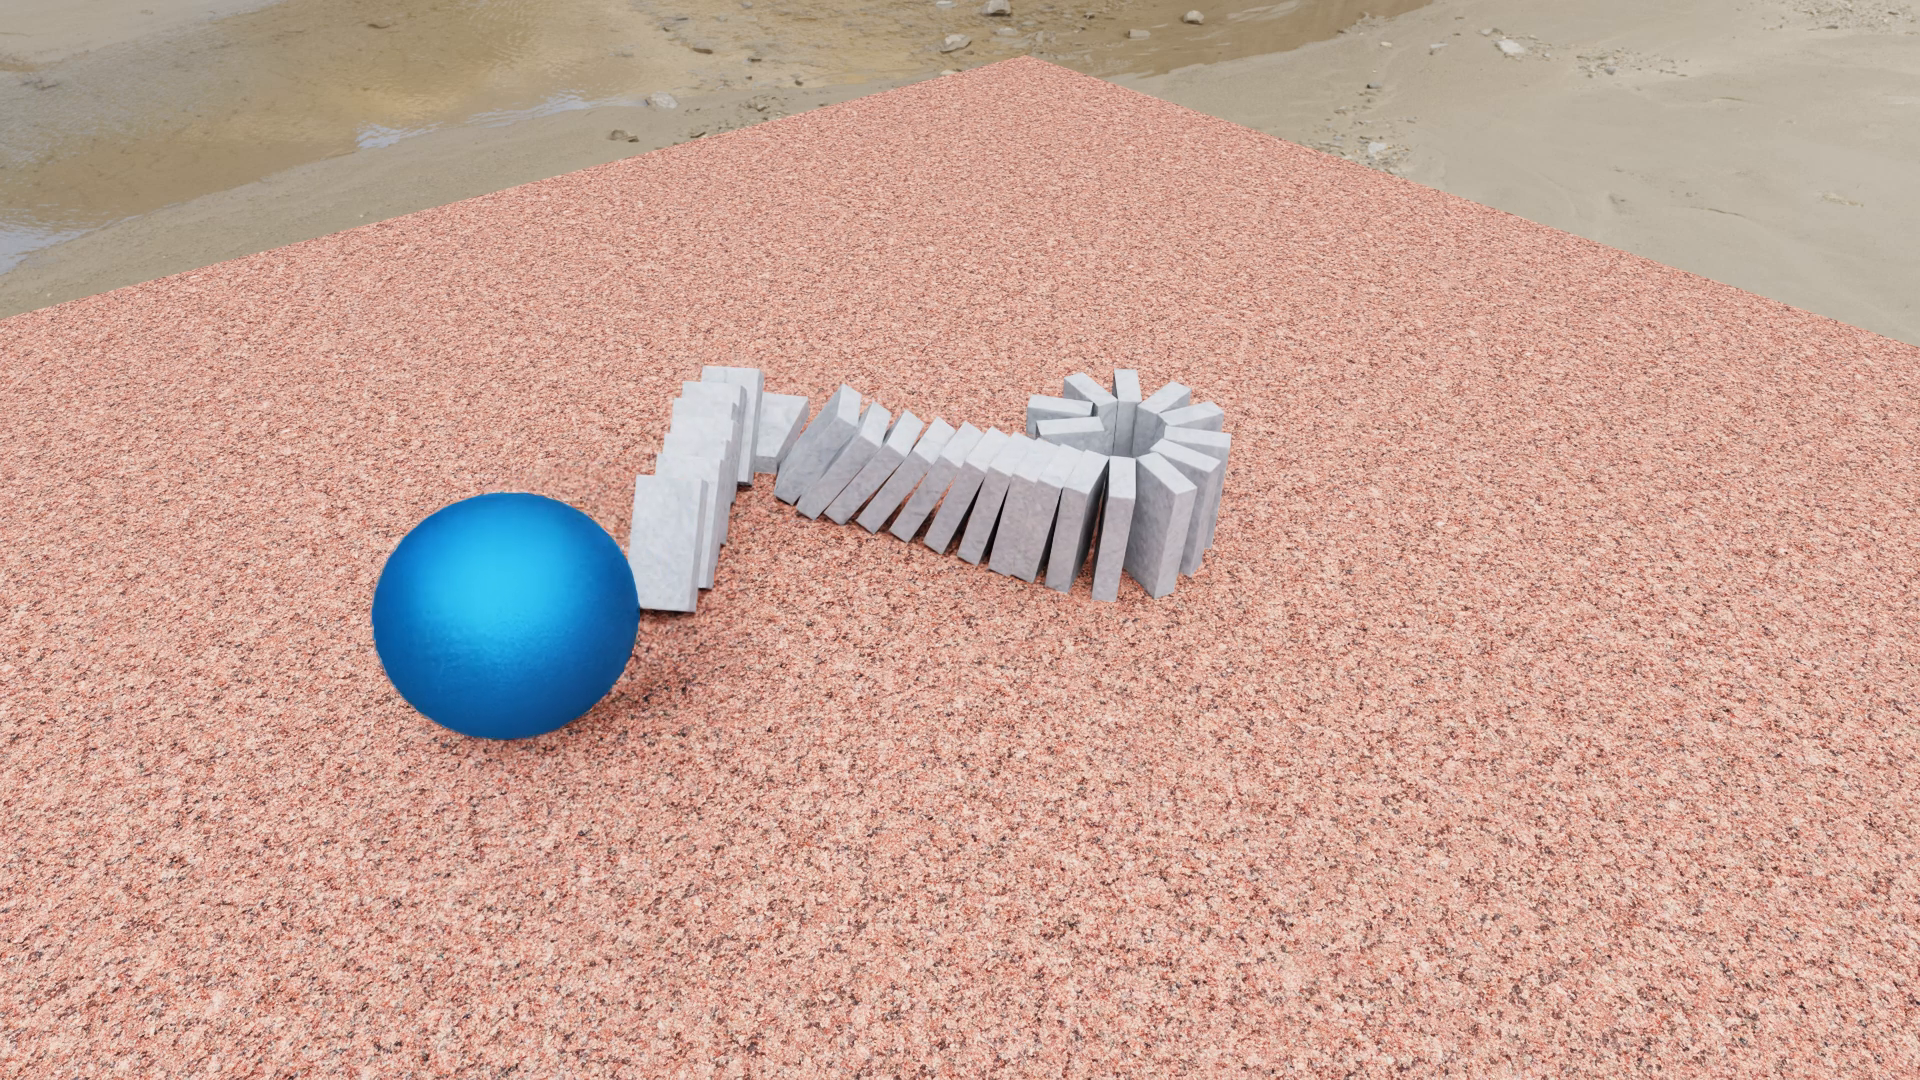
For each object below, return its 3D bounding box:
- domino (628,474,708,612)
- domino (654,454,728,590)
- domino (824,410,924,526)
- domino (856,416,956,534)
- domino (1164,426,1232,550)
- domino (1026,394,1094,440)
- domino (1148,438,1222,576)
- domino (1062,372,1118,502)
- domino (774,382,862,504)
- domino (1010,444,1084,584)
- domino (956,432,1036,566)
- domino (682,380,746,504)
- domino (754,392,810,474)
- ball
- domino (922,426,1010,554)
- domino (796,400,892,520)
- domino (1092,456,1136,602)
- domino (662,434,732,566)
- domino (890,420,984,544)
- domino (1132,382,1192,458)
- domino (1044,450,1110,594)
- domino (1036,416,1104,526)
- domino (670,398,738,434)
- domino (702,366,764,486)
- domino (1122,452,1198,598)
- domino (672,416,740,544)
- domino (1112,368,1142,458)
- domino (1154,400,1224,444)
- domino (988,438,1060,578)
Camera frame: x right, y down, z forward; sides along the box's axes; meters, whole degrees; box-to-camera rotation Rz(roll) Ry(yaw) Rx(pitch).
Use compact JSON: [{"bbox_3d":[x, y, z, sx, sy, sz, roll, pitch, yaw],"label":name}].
[{"bbox_3d":[-0.111,0.001,0.416,0.025,0.010,0.050,4,84,5],"label":"domino"},{"bbox_3d":[-0.107,-0.007,0.426,0.025,0.009,0.050,5,84,5],"label":"domino"},{"bbox_3d":[-0.035,-0.029,0.450,0.010,0.050,0.025,37,40,-12],"label":"domino"},{"bbox_3d":[-0.022,-0.026,0.445,0.010,0.050,0.025,38,43,-7],"label":"domino"},{"bbox_3d":[0.091,-0.020,0.436,0.025,0.050,0.009,8,40,10],"label":"domino"},{"bbox_3d":[0.040,-0.035,0.454,0.025,0.050,0.009,9,40,11],"label":"domino"},{"bbox_3d":[0.084,-0.012,0.426,0.025,0.050,0.010,25,44,27],"label":"domino"},{"bbox_3d":[0.053,-0.042,0.463,0.010,0.050,0.025,-20,43,-22],"label":"domino"},{"bbox_3d":[-0.060,-0.040,0.464,0.010,0.050,0.025,31,33,-22],"label":"domino"},{"bbox_3d":[0.033,-0.010,0.423,0.009,0.050,0.025,24,44,12],"label":"domino"},{"bbox_3d":[0.014,-0.016,0.430,0.010,0.050,0.025,28,45,8],"label":"domino"},{"bbox_3d":[-0.107,-0.041,0.469,0.025,0.009,0.050,4,84,5],"label":"domino"},{"bbox_3d":[-0.088,-0.050,0.504,0.025,0.009,0.050,7,40,8],"label":"domino"},{"bbox_3d":[-0.146,0.024,0.358,0.080,0.080,0.080,0,39,0],"label":"ball"},{"bbox_3d":[0.003,-0.019,0.435,0.010,0.050,0.025,33,45,3],"label":"domino"},{"bbox_3d":[-0.048,-0.032,0.455,0.009,0.050,0.025,34,37,-17],"label":"domino"},{"bbox_3d":[0.058,-0.004,0.416,0.009,0.050,0.025,7,40,4],"label":"domino"},{"bbox_3d":[-0.107,-0.016,0.437,0.025,0.010,0.050,6,84,5],"label":"domino"},{"bbox_3d":[-0.010,-0.023,0.440,0.009,0.050,0.025,35,44,-2],"label":"domino"},{"bbox_3d":[0.082,-0.038,0.458,0.009,0.050,0.025,29,48,31],"label":"domino"},{"bbox_3d":[0.044,-0.007,0.419,0.009,0.050,0.025,20,43,15],"label":"domino"},{"bbox_3d":[0.043,-0.025,0.442,0.025,0.050,0.009,-5,40,-6],"label":"domino"},{"bbox_3d":[-0.108,-0.033,0.458,0.025,0.010,0.050,4,84,5],"label":"domino"},{"bbox_3d":[-0.101,-0.050,0.479,0.025,0.010,0.050,4,82,5],"label":"domino"},{"bbox_3d":[0.074,-0.005,0.417,0.010,0.050,0.025,-16,43,-23],"label":"domino"},{"bbox_3d":[-0.106,-0.024,0.447,0.025,0.010,0.050,5,84,5],"label":"domino"},{"bbox_3d":[0.069,-0.044,0.465,0.010,0.050,0.025,1,39,2],"label":"domino"},{"bbox_3d":[0.091,-0.031,0.449,0.025,0.050,0.009,-15,41,-17],"label":"domino"},{"bbox_3d":[0.025,-0.012,0.426,0.009,0.050,0.025,24,44,12],"label":"domino"}]
